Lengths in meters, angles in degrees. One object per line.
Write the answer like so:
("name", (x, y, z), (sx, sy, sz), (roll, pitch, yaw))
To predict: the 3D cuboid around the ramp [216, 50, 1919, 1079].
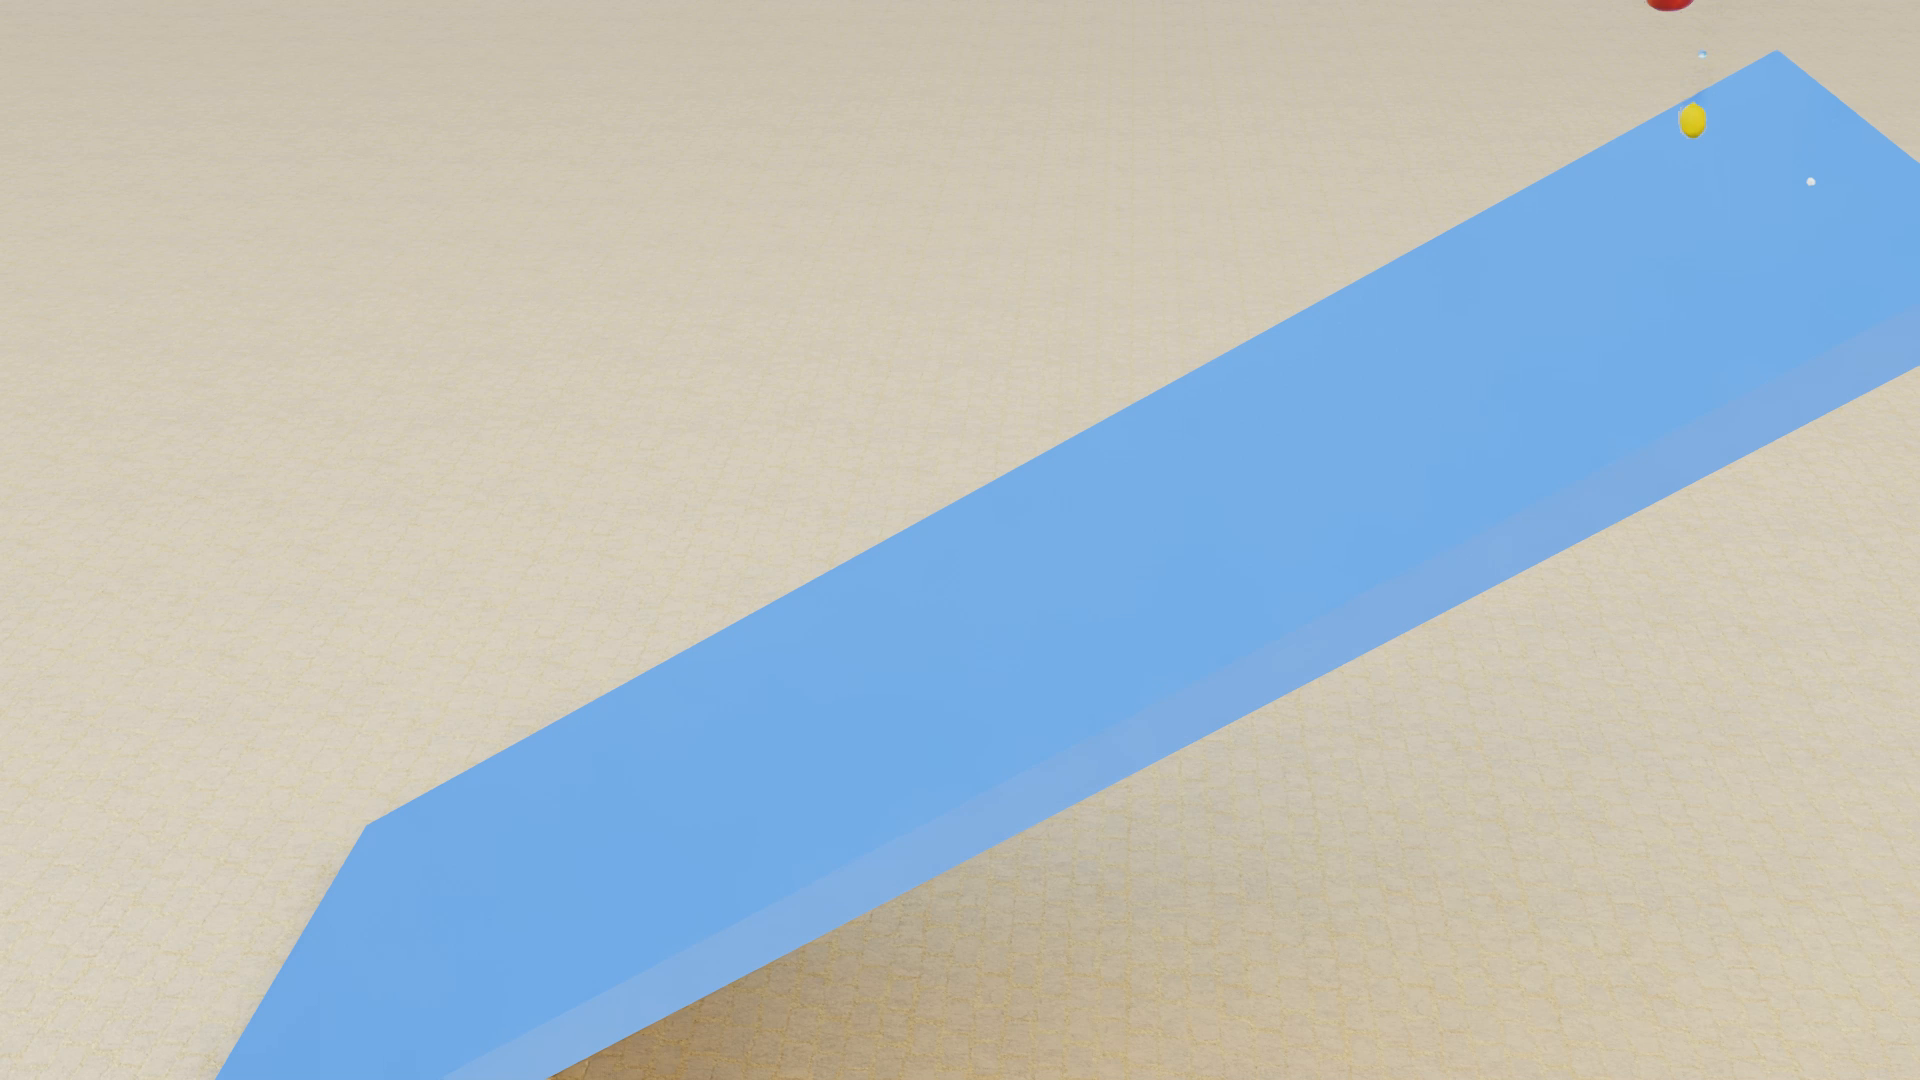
("ramp", (0.142, 0.168, 6.286), (4.000, 0.100, 2.000), (-29, 15, 12))
